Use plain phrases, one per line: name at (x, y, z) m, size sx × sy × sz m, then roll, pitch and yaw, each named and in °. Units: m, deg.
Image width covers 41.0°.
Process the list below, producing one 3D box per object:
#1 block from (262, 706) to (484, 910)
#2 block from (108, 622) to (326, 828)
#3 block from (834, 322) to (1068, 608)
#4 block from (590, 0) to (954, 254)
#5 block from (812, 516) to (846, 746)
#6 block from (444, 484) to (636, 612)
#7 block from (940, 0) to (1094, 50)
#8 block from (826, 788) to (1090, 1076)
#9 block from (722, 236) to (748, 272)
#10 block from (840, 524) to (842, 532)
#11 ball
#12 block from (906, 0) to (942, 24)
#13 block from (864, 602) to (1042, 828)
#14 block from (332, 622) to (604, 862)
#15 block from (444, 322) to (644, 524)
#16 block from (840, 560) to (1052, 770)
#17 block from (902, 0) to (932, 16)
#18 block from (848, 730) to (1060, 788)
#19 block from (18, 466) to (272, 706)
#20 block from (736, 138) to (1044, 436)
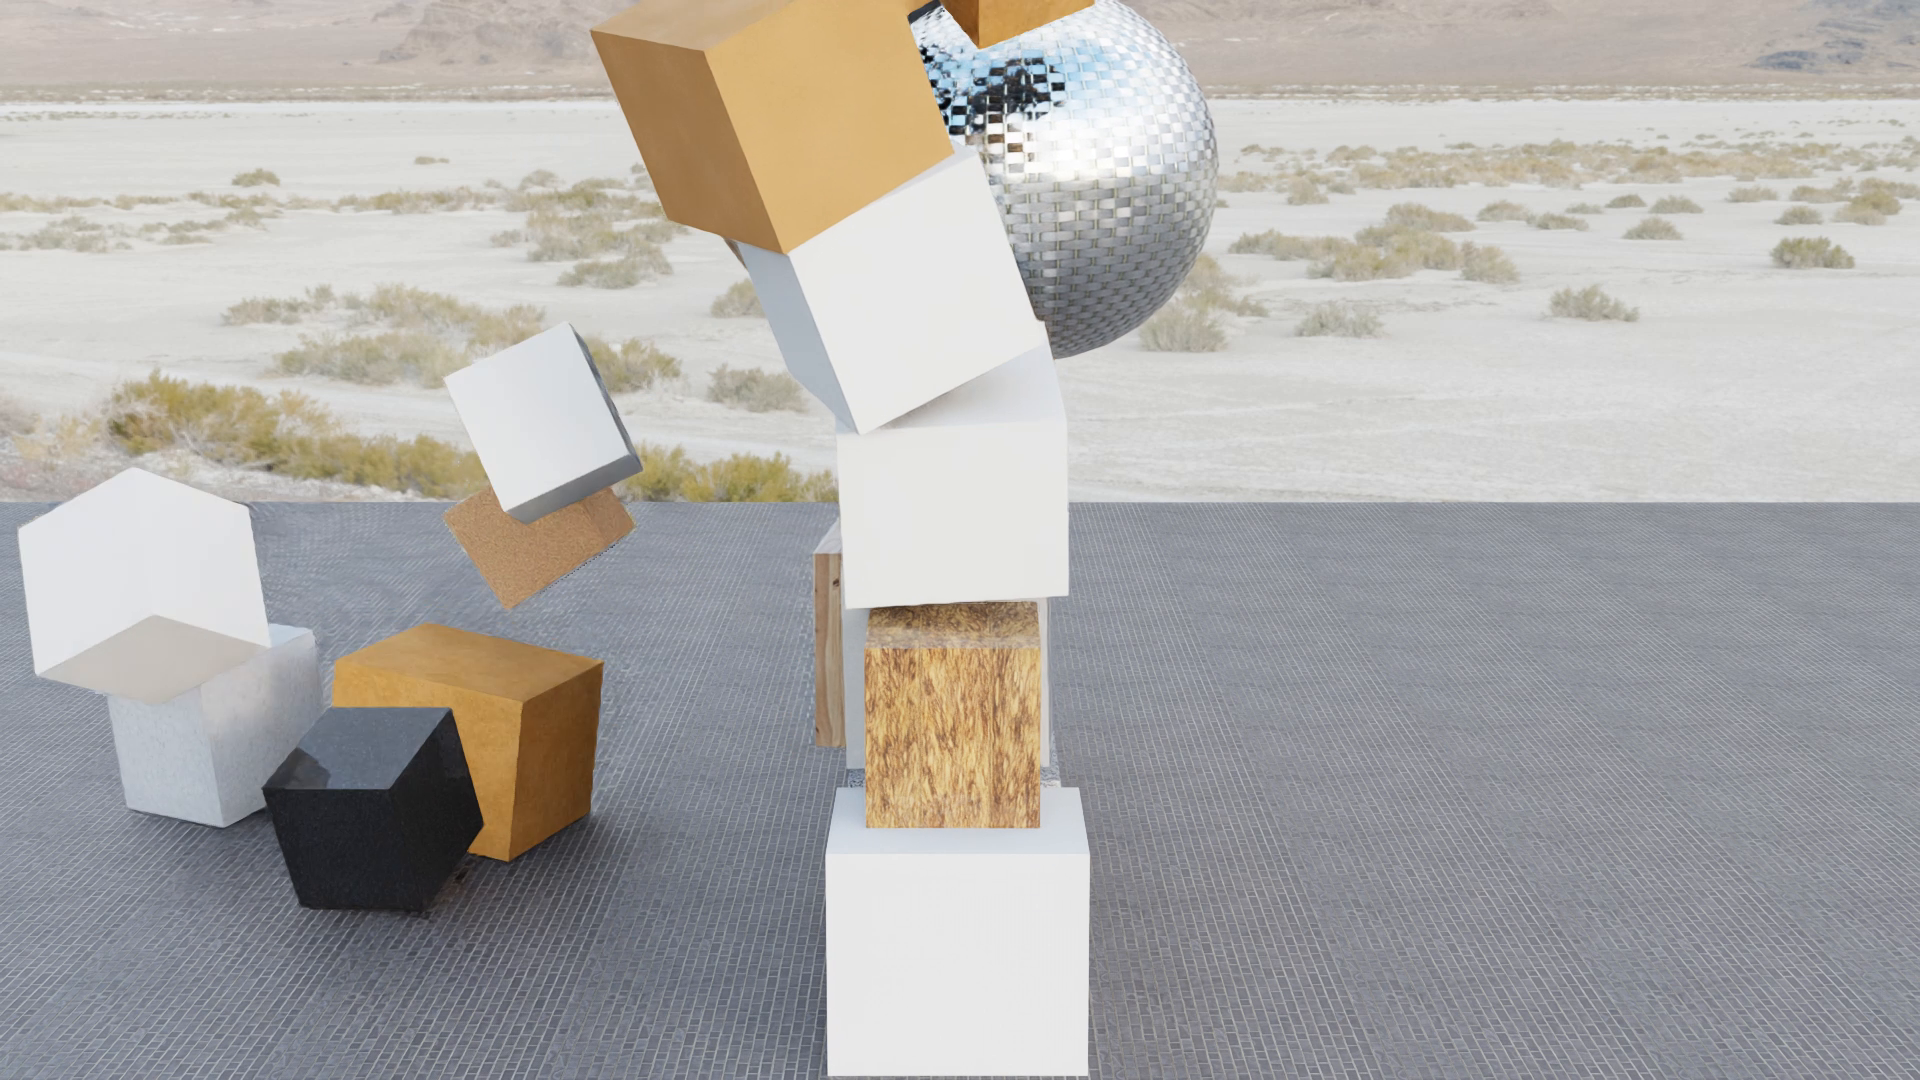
block at (-2.498, 1.143, 10.975) m, size 0.590 × 0.613 × 0.631 m, roll -1°, pitch 28°, yaw 16°
block at (-3.569, 0.862, 12.381) m, size 0.643 × 0.736 × 0.743 m, roll 6°, pitch 20°, yaw 30°
block at (-0.049, -0.297, 9.740) m, size 0.830 × 0.733 × 0.861 m, roll -3°, pitch 29°, yaw -3°
block at (-0.657, -1.565, 8.949) m, size 0.752 × 0.754 × 0.824 m, roll -34°, pitch 31°, yaw -23°
block at (-0.166, 0.374, 11.159) m, size 0.808 × 0.832 × 0.953 m, roll 1°, pitch 11°, yaw 5°
block at (-2.018, -0.093, 12.362) m, size 0.599 × 0.543 × 0.551 m, roll -32°, pitch 5°, yaw 10°
block at (0.162, -2.259, 9.565) m, size 0.498 × 0.516 × 0.517 m, roll -24°, pitch 57°, yaw -16°
block at (-0.008, 1.423, 9.452) m, size 0.923 × 0.817 × 0.851 m, roll 0°, pitch 10°, yaw 0°
block at (-0.608, -1.593, 12.315) m, size 0.737 × 0.798 × 0.737 m, roll -40°, pitch 6°, yaw -35°
block at (-0.153, -0.388, 10.782) m, size 0.653 × 0.680 × 0.744 m, roll -1°, pitch 1°, yaw 2°
ball at (0.302, -1.560, 10.897) m, size 1.600 × 1.600 × 1.600 m, roll 0°, pitch 10°, yaw 0°
block at (0.034, -2.483, 11.667) m, size 0.582 × 0.735 × 0.708 m, roll -9°, pitch 31°, yaw 1°
block at (-0.024, 0.638, 9.520) m, size 0.629 × 0.672 × 0.674 m, roll 0°, pitch 13°, yaw 0°
block at (-2.298, 0.920, 11.942) m, size 0.947 × 0.753 × 0.818 m, roll 11°, pitch 14°, yaw 16°
block at (-1.746, -0.485, 10.825) m, size 0.563 × 0.613 × 0.528 m, roll -25°, pitch -5°, yaw -3°
block at (-0.039, 0.419, 10.251) m, size 0.787 × 0.802 × 0.774 m, roll -1°, pitch 10°, yaw 3°
block at (-0.478, -2.155, 9.457) m, size 0.509 × 0.480 × 0.491 m, roll 16°, pitch 41°, yaw 39°
block at (-0.022, 1.267, 10.242) m, size 0.812 × 0.843 × 0.759 m, roll 0°, pitch 10°, yaw 0°
block at (-3.540, 0.213, 11.145) m, size 0.676 × 0.696 × 0.697 m, roll -25°, pitch -24°, yaw 21°
block at (-0.292, -0.984, 9.297) m, size 0.755 × 0.761 × 0.762 m, roll -28°, pitch 29°, yaw -12°
